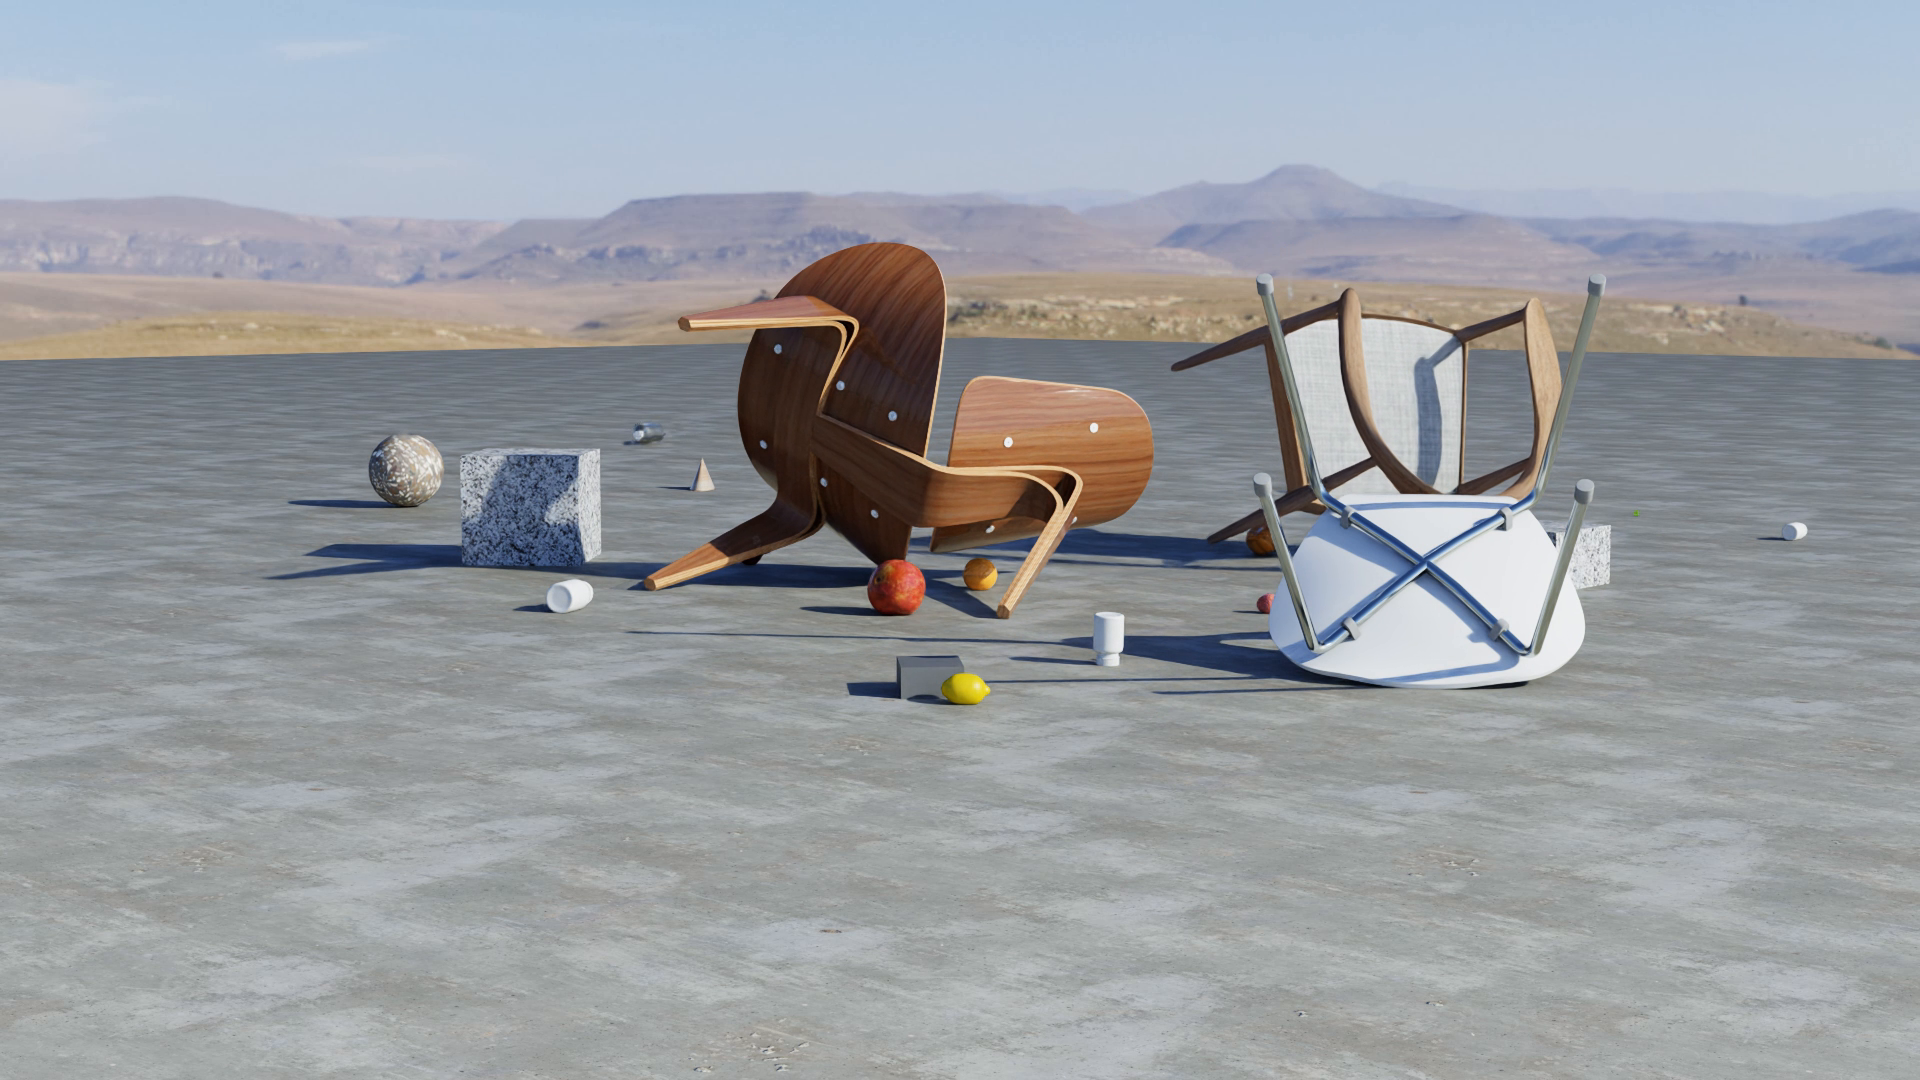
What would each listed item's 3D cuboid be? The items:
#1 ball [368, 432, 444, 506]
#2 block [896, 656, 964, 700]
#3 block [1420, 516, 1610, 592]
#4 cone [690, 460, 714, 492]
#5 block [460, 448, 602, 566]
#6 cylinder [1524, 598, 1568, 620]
[{"bbox_3d":[-1.581,-0.201,7.325,0.212,0.212,0.212,0,6,0],"label":"ball"},{"bbox_3d":[-0.048,0.217,4.064,0.099,0.050,0.121,0,6,-5],"label":"block"},{"bbox_3d":[1.195,0.028,5.532,0.332,0.126,0.227,5,8,43],"label":"block"},{"bbox_3d":[-0.797,-0.206,7.938,0.076,0.098,0.169,0,6,3],"label":"cone"},{"bbox_3d":[-0.994,-0.079,5.965,0.269,0.250,0.263,0,6,3],"label":"block"},{"bbox_3d":[1.128,0.132,4.935,0.071,0.039,0.076,3,8,24],"label":"cylinder"}]
